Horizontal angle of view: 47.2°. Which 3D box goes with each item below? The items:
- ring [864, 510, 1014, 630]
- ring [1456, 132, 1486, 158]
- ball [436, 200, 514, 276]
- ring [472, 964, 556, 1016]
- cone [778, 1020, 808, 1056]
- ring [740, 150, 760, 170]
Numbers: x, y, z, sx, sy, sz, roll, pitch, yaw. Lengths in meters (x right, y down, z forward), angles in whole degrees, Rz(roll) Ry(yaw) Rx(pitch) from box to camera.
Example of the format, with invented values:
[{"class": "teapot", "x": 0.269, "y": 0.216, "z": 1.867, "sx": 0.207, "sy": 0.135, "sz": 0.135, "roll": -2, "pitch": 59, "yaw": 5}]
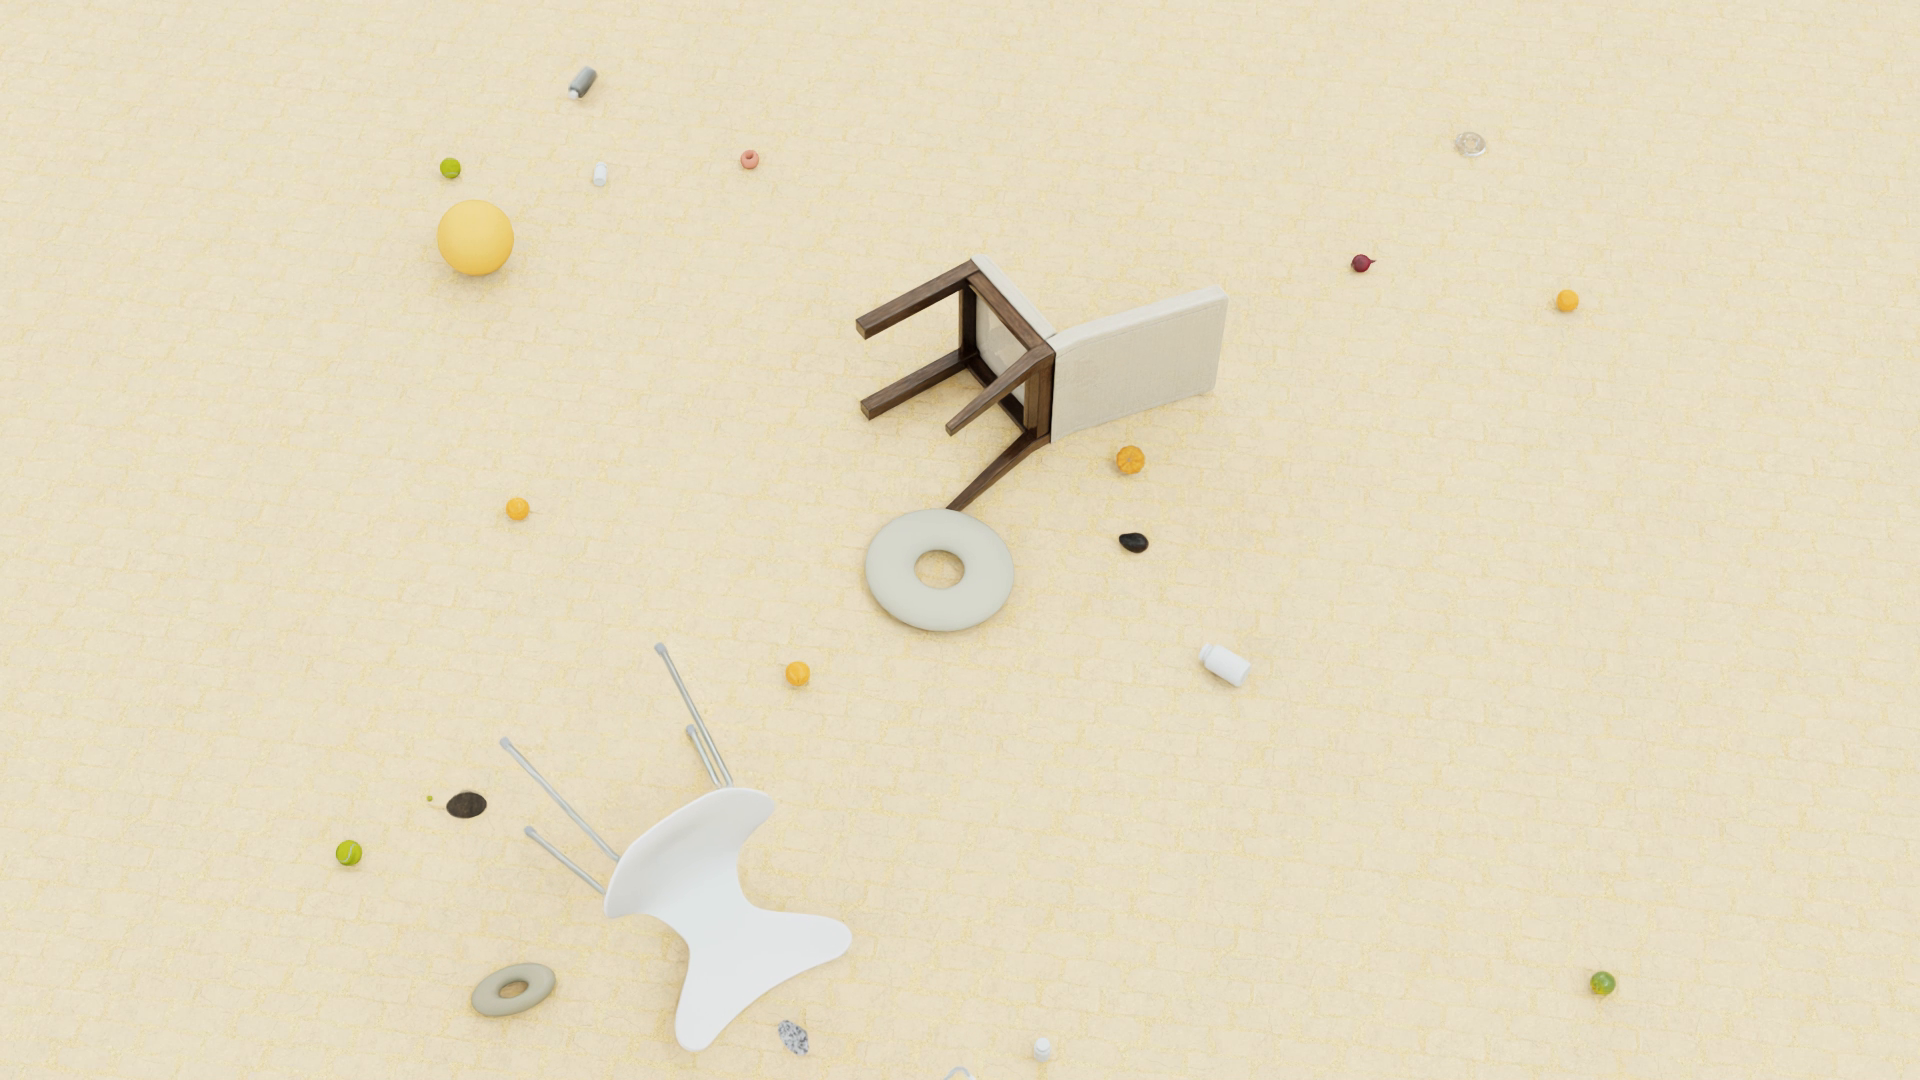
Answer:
[{"class": "ring", "x": -0.060, "y": 0.086, "z": 6.473, "sx": 0.451, "sy": 0.073, "sz": 0.417, "roll": 26, "pitch": 60, "yaw": 17}, {"class": "ring", "x": 1.733, "y": -1.343, "z": 7.462, "sx": 0.105, "sy": 0.021, "sz": 0.116, "roll": -4, "pitch": 56, "yaw": -2}, {"class": "ball", "x": -1.560, "y": -0.973, "z": 7.080, "sx": 0.244, "sy": 0.244, "sz": 0.244, "roll": 0, "pitch": 56, "yaw": 0}, {"class": "ring", "x": -1.168, "y": 1.176, "z": 5.754, "sx": 0.226, "sy": 0.052, "sz": 0.131, "roll": -17, "pitch": 59, "yaw": -10}, {"class": "cone", "x": -0.414, "y": 1.281, "z": 5.695, "sx": 0.111, "sy": 0.078, "sz": 0.054, "roll": 36, "pitch": 27, "yaw": 27}, {"class": "ring", "x": -0.708, "y": -1.282, "z": 7.410, "sx": 0.062, "sy": 0.042, "sz": 0.067, "roll": 17, "pitch": 60, "yaw": 13}]
